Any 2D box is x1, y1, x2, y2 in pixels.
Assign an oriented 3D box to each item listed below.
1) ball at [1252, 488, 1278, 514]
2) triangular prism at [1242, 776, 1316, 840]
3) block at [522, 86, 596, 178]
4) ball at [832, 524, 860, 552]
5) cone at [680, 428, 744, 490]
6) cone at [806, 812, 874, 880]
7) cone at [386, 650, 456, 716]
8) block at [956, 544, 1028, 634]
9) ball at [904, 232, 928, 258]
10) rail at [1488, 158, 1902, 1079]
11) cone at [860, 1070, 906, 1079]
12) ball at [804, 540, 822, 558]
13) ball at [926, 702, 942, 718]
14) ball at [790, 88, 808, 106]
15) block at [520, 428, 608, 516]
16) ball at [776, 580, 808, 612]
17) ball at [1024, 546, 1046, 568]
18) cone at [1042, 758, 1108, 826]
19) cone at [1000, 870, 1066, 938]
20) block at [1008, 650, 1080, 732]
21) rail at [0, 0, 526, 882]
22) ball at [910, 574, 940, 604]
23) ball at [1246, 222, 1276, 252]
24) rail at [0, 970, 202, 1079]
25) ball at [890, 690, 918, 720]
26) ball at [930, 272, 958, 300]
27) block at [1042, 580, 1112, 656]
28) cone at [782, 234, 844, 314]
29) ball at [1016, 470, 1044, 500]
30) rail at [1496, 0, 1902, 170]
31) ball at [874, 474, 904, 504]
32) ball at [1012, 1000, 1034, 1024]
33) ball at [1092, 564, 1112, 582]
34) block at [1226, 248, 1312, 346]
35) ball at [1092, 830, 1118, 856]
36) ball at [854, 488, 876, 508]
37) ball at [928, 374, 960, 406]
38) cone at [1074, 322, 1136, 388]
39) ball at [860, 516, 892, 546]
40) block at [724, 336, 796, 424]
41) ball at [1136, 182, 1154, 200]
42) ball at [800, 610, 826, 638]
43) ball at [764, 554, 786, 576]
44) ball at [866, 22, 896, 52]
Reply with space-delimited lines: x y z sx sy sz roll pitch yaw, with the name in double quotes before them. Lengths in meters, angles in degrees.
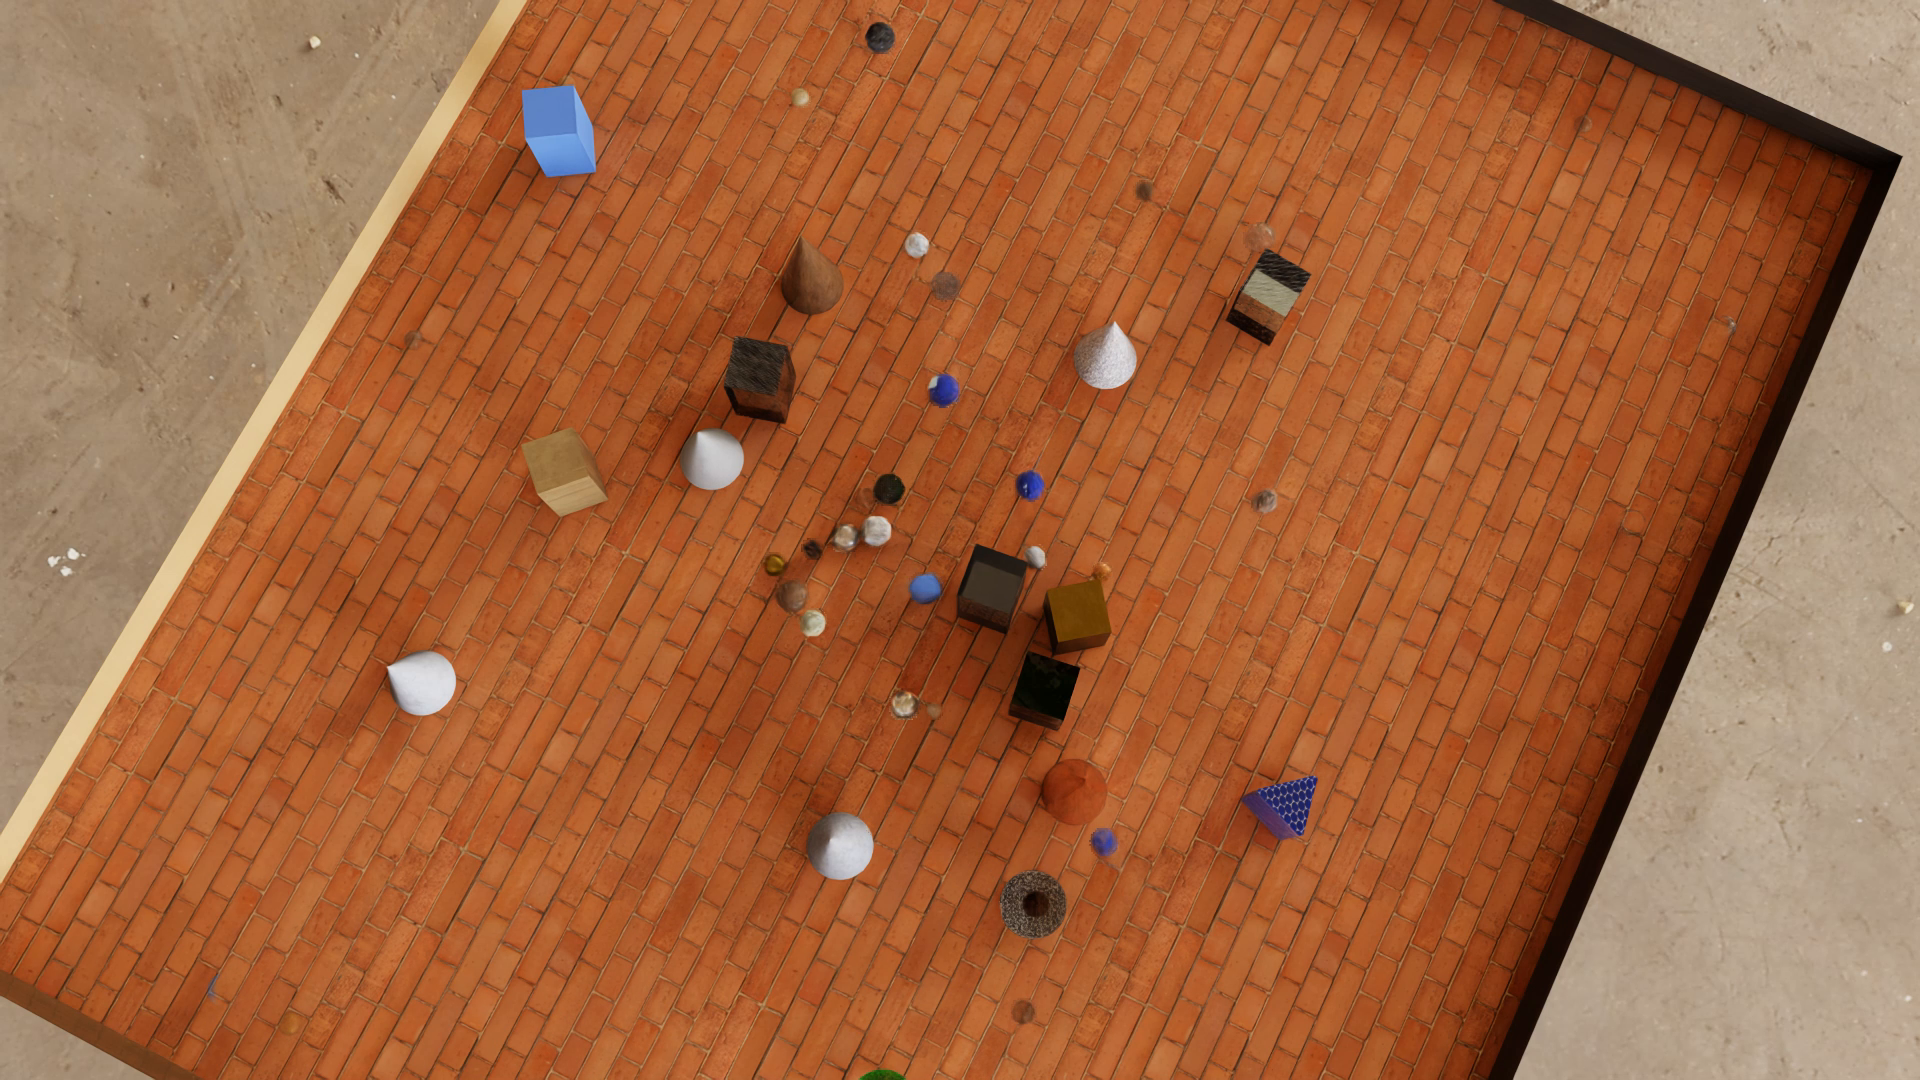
"ball" 0.934 -0.119 5.603 0.075 0.075 0.075 0 78 0
"triangular prism" 0.948 0.747 5.296 0.148 0.325 0.171 -43 81 -8
"block" -1.251 -1.275 5.728 0.158 0.298 0.158 -6 78 -1
"ball" -0.347 -0.007 5.575 0.085 0.085 0.085 0 78 0
"cone" -0.768 -0.283 5.516 0.198 0.312 0.198 0 78 0
"cone" -0.355 0.863 5.220 0.198 0.426 0.198 0 78 0
"cone" -1.620 0.395 5.354 0.198 0.354 0.198 0 78 0
"block" 0.093 0.148 5.391 0.158 0.383 0.158 20 79 4
"ball" -0.136 -0.928 5.770 0.077 0.077 0.077 0 78 0
"rail" 1.852 0.914 5.361 0.045 0.129 4.824 26 80 5
"cone" -0.223 1.582 5.060 0.198 0.449 0.198 0 78 0
"ball" -0.448 0.027 5.583 0.055 0.055 0.055 0 78 0
"ball" -0.077 0.510 5.488 0.046 0.046 0.046 0 78 0
"ball" -0.514 -1.420 5.881 0.058 0.058 0.058 0 78 0
"block" -1.183 -0.201 5.500 0.158 0.310 0.158 -20 79 -4
"ball" -0.507 0.170 5.532 0.098 0.098 0.098 0 78 0
"ball" 0.226 0.054 5.570 0.069 0.069 0.069 0 78 0
"cone" 0.341 0.701 5.221 0.198 0.490 0.198 0 78 0
"cone" 0.216 1.039 5.227 0.198 0.343 0.198 0 78 0
"block" 0.244 0.445 5.367 0.158 0.309 0.158 18 79 4
"rail" -1.852 -0.900 5.736 0.045 0.129 4.824 26 80 5
"ball" -0.105 0.148 5.538 0.095 0.095 0.095 0 78 0
"ball" 0.945 -0.952 5.766 0.094 0.094 0.094 0 78 0
"rail" -1.068 2.099 5.115 4.189 0.129 0.045 26 80 5
"ball" -0.165 0.492 5.467 0.084 0.084 0.084 0 78 0
"ball" -0.048 -0.797 5.737 0.087 0.087 0.087 0 78 0
"block" 0.345 0.231 5.429 0.158 0.274 0.158 -11 79 -2
"cone" -0.466 -0.849 5.572 0.198 0.431 0.198 0 78 0
"ball" 0.214 -0.168 5.606 0.089 0.089 0.089 0 78 0
"rail" 1.068 -2.085 5.981 4.189 0.129 0.045 26 80 5
"ball" -0.217 -0.154 5.599 0.094 0.094 0.094 0 78 0
"ball" 0.183 1.366 5.300 0.066 0.066 0.066 0 78 0
"ball" 0.431 0.099 5.567 0.057 0.057 0.057 0 78 0
"block" 0.945 -0.743 5.624 0.158 0.287 0.158 32 80 6
"ball" 0.427 0.892 5.393 0.077 0.077 0.077 0 78 0
"ball" -0.290 -0.128 5.610 0.064 0.064 0.064 0 78 0
"ball" -0.050 -0.466 5.662 0.099 0.099 0.099 0 78 0
"cone" 0.454 -0.605 5.554 0.198 0.368 0.198 0 78 0
"ball" -0.256 -0.028 5.574 0.094 0.094 0.094 0 78 0
"block" -0.603 -0.482 5.557 0.158 0.312 0.158 11 79 2
"ball" 0.587 -1.108 5.816 0.059 0.059 0.059 0 78 0
"ball" -0.444 0.252 5.523 0.081 0.081 0.081 0 78 0
"ball" -0.563 0.078 5.566 0.068 0.068 0.068 0 78 0
"ball" -0.257 -1.618 5.903 0.095 0.095 0.095 0 78 0
